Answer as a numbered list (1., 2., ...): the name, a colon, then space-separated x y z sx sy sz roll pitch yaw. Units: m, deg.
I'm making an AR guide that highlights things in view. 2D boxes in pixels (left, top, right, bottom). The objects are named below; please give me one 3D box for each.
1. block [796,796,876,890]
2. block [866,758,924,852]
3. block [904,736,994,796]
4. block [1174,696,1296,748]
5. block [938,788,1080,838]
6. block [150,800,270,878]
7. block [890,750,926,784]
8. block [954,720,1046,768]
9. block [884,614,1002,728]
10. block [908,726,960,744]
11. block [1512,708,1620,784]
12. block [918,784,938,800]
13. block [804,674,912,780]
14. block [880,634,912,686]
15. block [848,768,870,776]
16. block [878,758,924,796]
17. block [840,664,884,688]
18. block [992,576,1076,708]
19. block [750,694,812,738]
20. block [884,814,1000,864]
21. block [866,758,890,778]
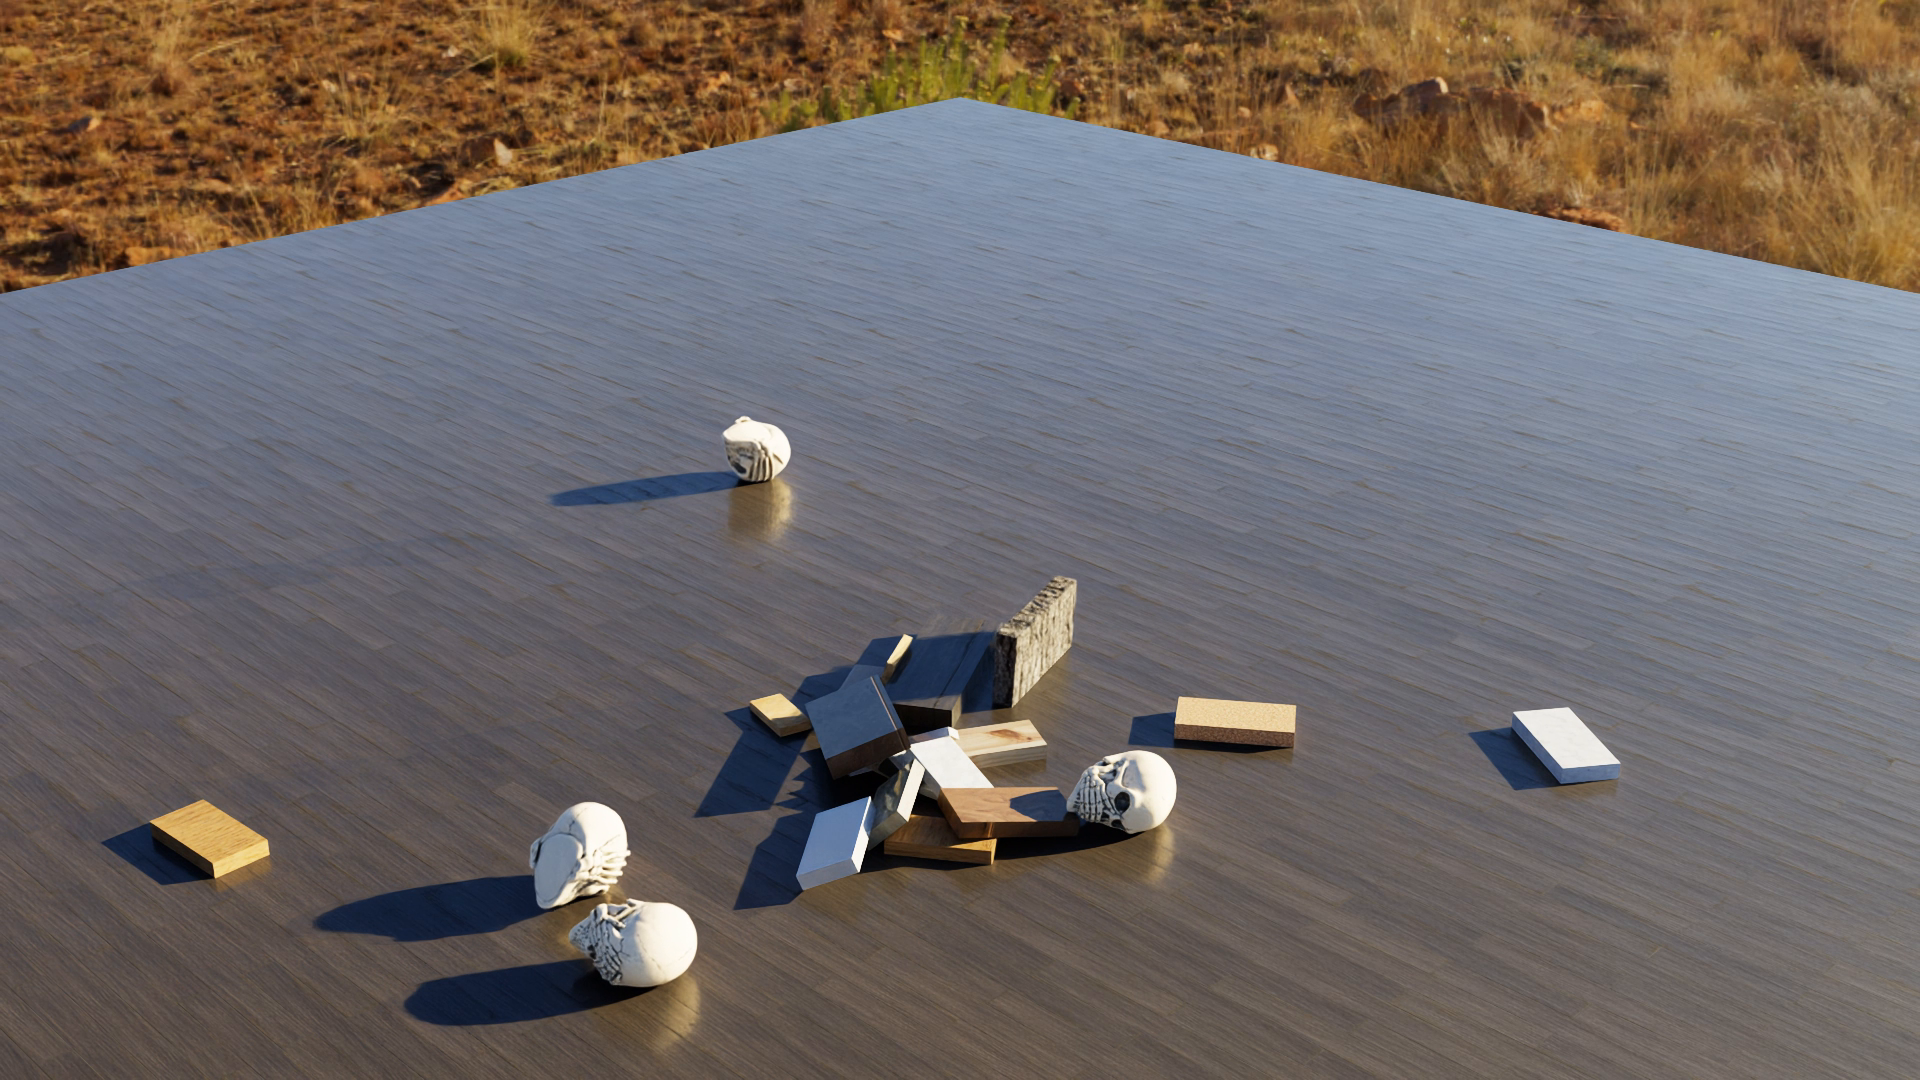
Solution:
1. block: -0.239 0.588 4.276 0.118 0.033 0.236 -20 19 14
2. block: -0.135 0.528 4.393 0.107 0.030 0.214 -40 12 21
3. block: -0.012 0.487 4.490 0.107 0.030 0.214 -9 39 -34
4. block: 0.599 0.395 4.783 0.256 0.036 0.128 4 23 9
5. block: 0.097 0.541 4.369 0.256 0.036 0.128 2 24 -23
6. block: -1.480 0.587 4.334 0.236 0.033 0.118 19 30 38
7. block: -0.100 0.464 4.536 0.054 0.015 0.109 -10 37 -35
8. block: 0.054 0.440 4.682 0.236 0.033 0.118 -7 24 -16
9. block: -0.043 0.295 5.004 0.172 0.049 0.469 6 24 13
10. block: -0.075 0.422 4.619 0.131 0.019 0.066 -16 -17 13
11. block: 1.289 0.436 4.686 0.128 0.036 0.256 -4 23 -9
12. block: -0.023 0.519 4.497 0.109 0.015 0.054 19 27 20
13. block: -0.219 0.392 4.651 0.172 0.049 0.345 -22 18 -5
14. block: -0.147 0.280 5.000 0.021 0.075 0.149 23 26 5
15. block: -0.234 0.457 4.660 0.066 0.019 0.131 -13 26 -27
16. block: -0.110 0.485 4.545 0.109 0.015 0.054 30 30 10
17. block: -0.221 0.325 4.967 0.075 0.021 0.149 5 24 13
18. block: 0.171 0.227 5.001 0.049 0.172 0.345 14 26 21
19. block: -0.395 0.384 4.828 0.075 0.021 0.149 -13 26 -28
20. block: -0.034 0.589 4.334 0.214 0.030 0.107 4 23 10
21. block: -0.152 0.467 4.602 0.131 0.019 0.066 25 31 22
